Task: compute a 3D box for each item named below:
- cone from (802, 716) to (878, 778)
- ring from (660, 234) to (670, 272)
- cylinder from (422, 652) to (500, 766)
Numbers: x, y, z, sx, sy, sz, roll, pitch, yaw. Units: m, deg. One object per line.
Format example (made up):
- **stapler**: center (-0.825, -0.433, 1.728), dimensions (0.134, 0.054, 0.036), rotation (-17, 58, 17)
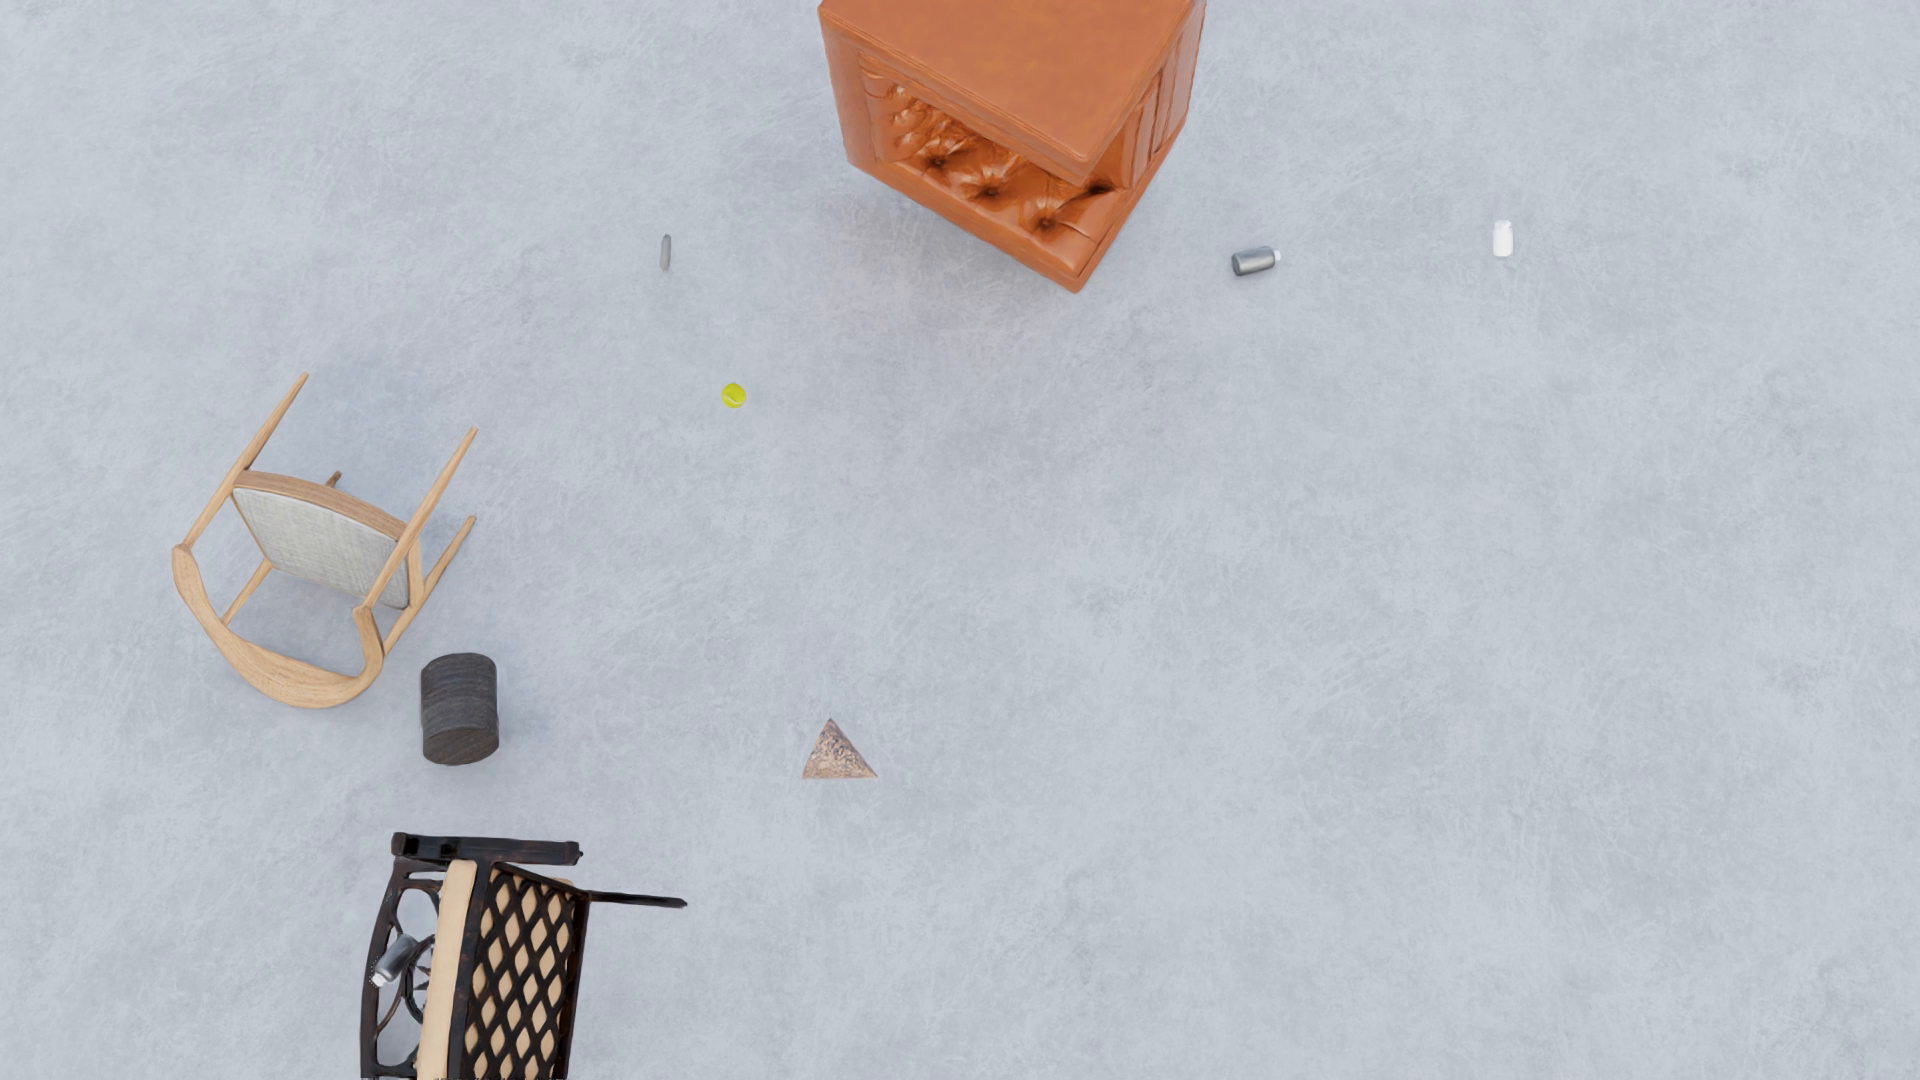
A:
- **cone**: center (-0.306, 0.605, 5.977), dimensions (0.188, 0.216, 0.182), rotation (25, 64, 2)
- **ring**: center (-0.955, -0.930, 7.122), dimensions (0.029, 0.130, 0.102), rotation (6, 46, -9)
- **cylinder**: center (-1.396, 0.472, 6.137), dimensions (0.219, 0.192, 0.244), rotation (-26, 54, 22)
